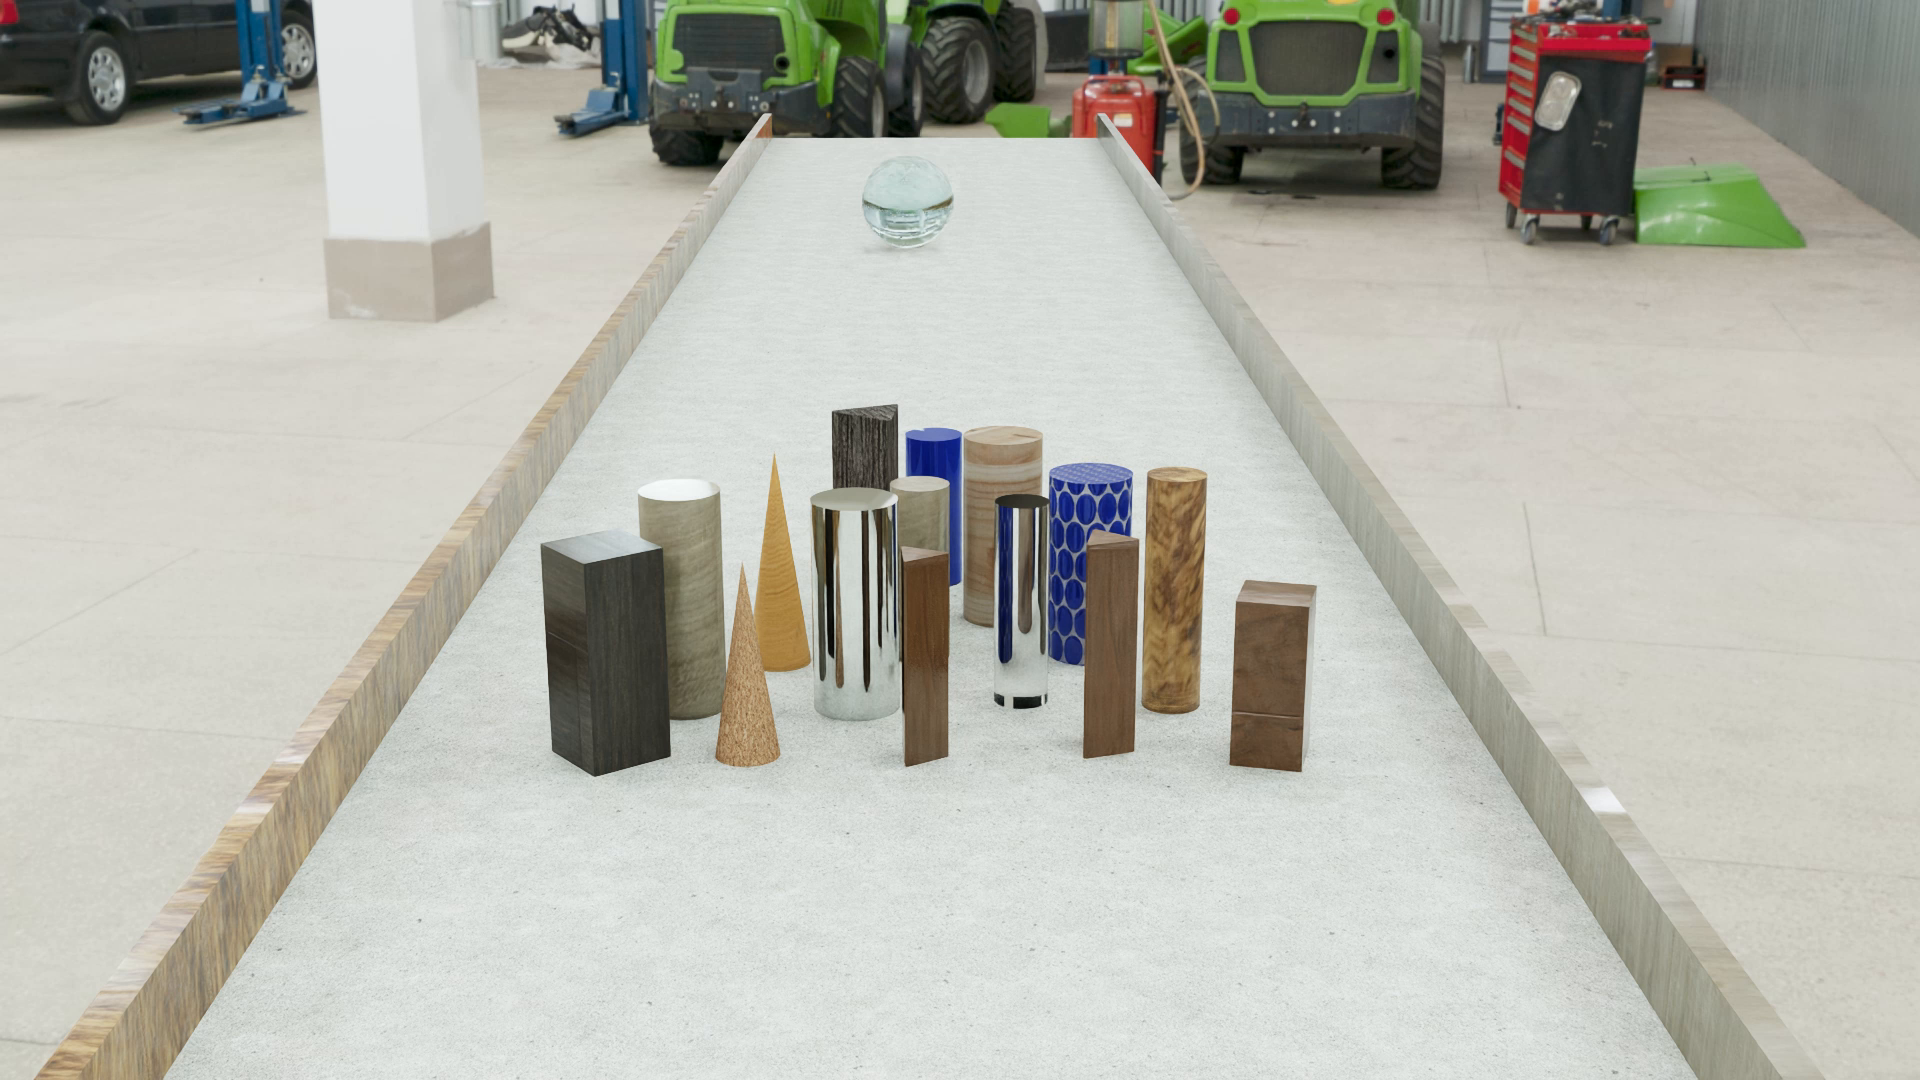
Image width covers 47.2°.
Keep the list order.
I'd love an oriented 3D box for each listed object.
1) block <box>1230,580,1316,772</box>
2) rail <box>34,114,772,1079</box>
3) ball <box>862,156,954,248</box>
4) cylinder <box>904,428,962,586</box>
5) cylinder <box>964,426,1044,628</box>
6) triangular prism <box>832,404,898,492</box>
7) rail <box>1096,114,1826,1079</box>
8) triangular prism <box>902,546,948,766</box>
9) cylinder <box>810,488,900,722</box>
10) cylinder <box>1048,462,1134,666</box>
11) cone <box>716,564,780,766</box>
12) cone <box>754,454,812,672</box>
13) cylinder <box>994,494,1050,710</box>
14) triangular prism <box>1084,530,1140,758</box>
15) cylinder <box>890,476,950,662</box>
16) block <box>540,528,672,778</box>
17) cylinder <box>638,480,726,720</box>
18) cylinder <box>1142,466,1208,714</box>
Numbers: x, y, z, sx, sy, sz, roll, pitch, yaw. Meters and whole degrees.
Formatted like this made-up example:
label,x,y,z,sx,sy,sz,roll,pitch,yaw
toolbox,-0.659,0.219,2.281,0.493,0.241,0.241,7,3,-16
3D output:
label,x,y,z,sx,sy,sz,roll,pitch,yaw
block,0.554,0.239,3.887,0.127,0.305,0.127,4,17,14
rail,-1.118,-0.838,7.780,0.050,0.150,12.000,0,17,-1
ball,-0.223,-1.443,9.389,0.393,0.393,0.393,0,17,0
cylinder,-0.058,-0.072,4.881,0.127,0.335,0.127,0,17,0
cylinder,0.090,-0.029,4.629,0.167,0.396,0.167,0,17,0
triangular prism,-0.170,-0.061,4.661,0.150,0.440,0.130,11,20,33
rail,0.932,-0.844,7.801,0.050,0.150,12.000,0,17,-1
triangular prism,-0.079,0.202,3.882,0.091,0.379,0.079,-11,20,-33
cylinder,-0.195,0.119,4.111,0.163,0.407,0.163,0,17,0
cylinder,0.260,0.047,4.409,0.167,0.375,0.167,0,17,0
cone,-0.380,0.209,3.884,0.116,0.365,0.116,0,17,0
cone,-0.362,0.034,4.348,0.128,0.436,0.128,0,17,0
cylinder,0.116,0.116,4.147,0.103,0.393,0.103,0,17,0
triangular prism,0.253,0.183,3.916,0.098,0.397,0.085,-6,18,-19
cylinder,-0.080,0.060,4.399,0.118,0.357,0.118,0,17,0
block,-0.625,0.196,3.884,0.155,0.389,0.155,-13,21,-36
cylinder,-0.517,0.111,4.108,0.151,0.424,0.151,0,17,0
cylinder,0.400,0.095,4.115,0.111,0.451,0.111,0,17,0
